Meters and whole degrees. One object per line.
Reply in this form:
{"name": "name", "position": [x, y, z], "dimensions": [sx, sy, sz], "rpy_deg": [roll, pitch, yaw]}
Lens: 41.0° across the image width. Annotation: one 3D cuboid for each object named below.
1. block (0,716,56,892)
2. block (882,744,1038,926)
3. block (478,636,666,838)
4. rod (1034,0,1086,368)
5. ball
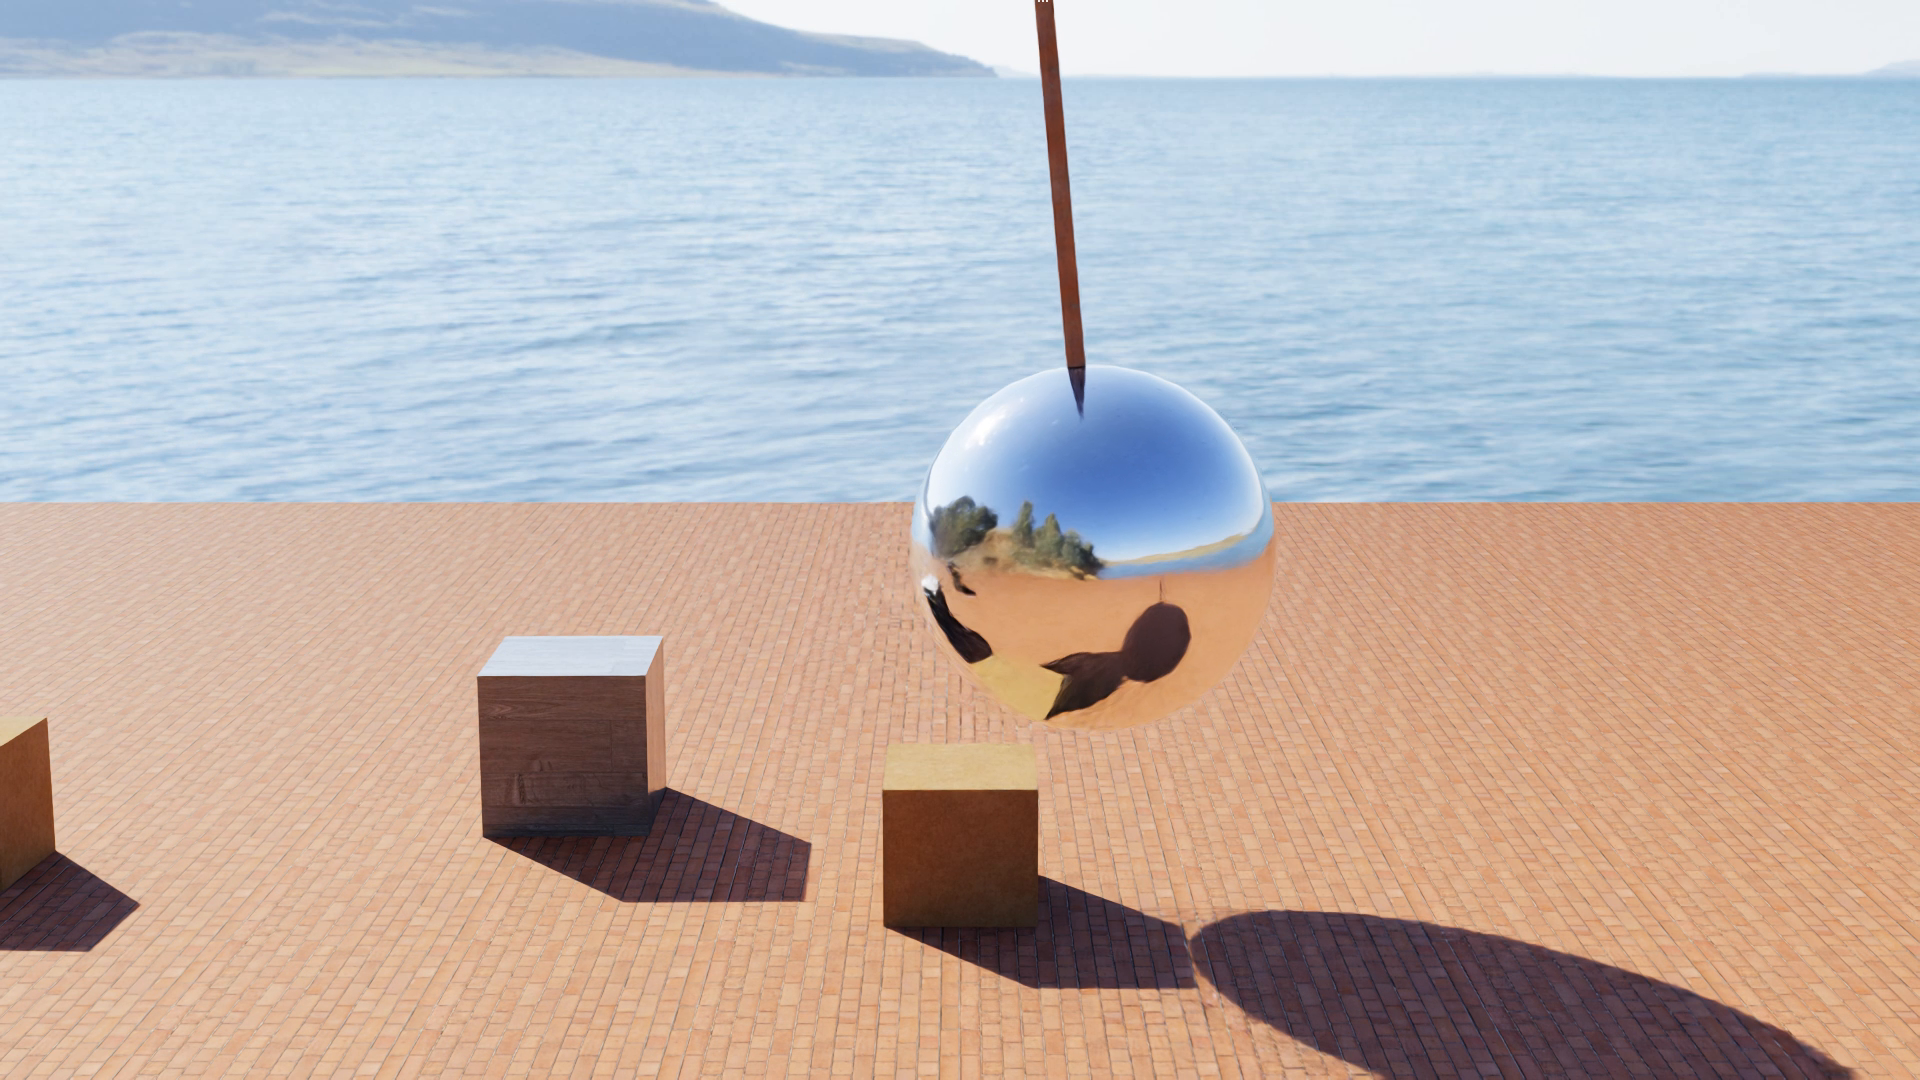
{"name": "block", "position": [-4.459, 1.163, 11.414], "dimensions": [0.611, 0.629, 0.600], "rpy_deg": [0, 10, 2]}
{"name": "block", "position": [0.003, 1.256, 11.007], "dimensions": [0.645, 0.590, 0.738], "rpy_deg": [0, 10, 0]}
{"name": "block", "position": [-1.845, 0.928, 12.307], "dimensions": [0.775, 0.770, 0.845], "rpy_deg": [0, 10, -1]}
{"name": "rod", "position": [0.250, -3.295, 10.581], "dimensions": [0.080, 5.200, 0.080], "rpy_deg": [-5, 10, 1]}
{"name": "ball", "position": [0.577, 0.035, 11.187], "dimensions": [1.600, 1.600, 1.600], "rpy_deg": [0, 10, 0]}
